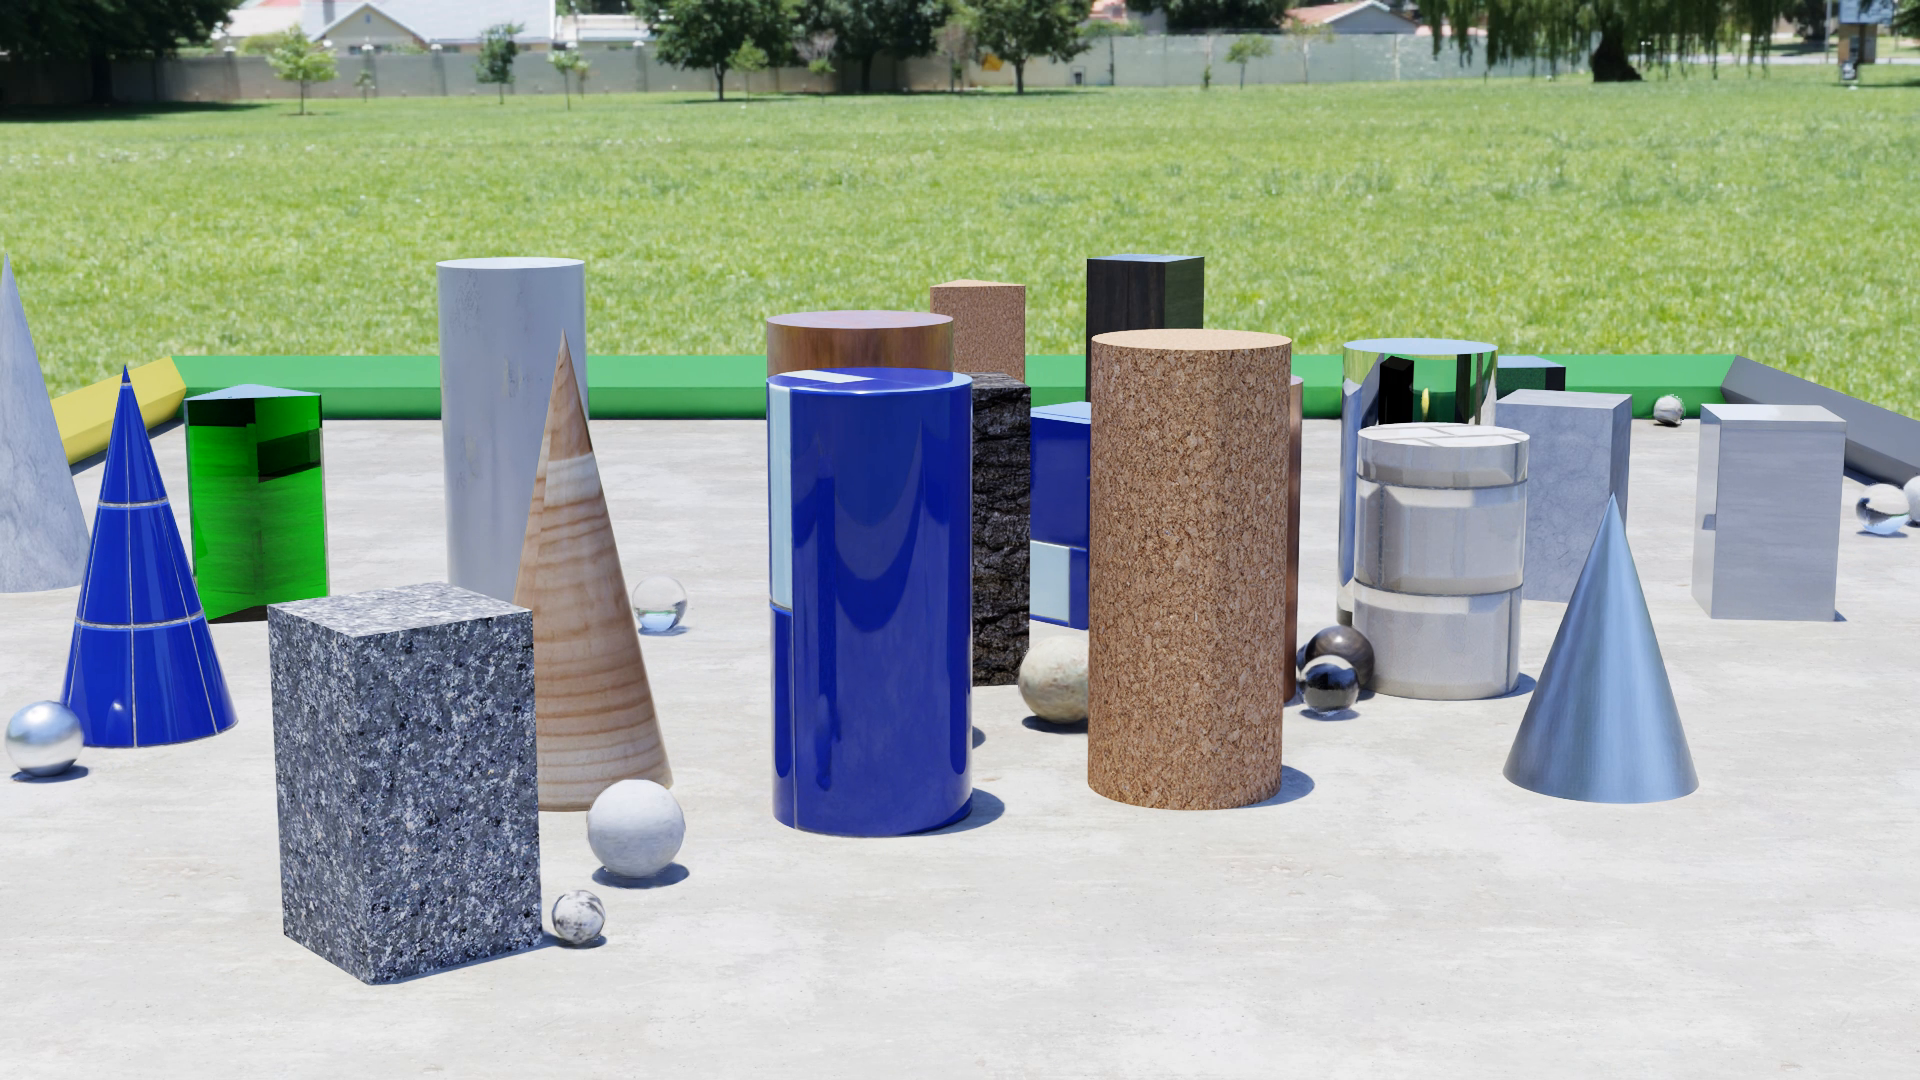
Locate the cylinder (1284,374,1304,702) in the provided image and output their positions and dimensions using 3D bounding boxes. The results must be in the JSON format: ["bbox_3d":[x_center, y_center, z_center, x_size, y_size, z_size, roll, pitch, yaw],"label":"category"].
[{"bbox_3d":[0.297,-0.004,2.995,0.199,0.370,0.199,0,10,0],"label":"cylinder"}]

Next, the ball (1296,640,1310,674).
[{"bbox_3d":[0.427,0.144,3.068,0.051,0.051,0.051,0,10,0],"label":"ball"}]

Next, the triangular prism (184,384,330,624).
[{"bbox_3d":[-0.949,-0.053,3.456,0.172,0.298,0.149,-3,11,-18],"label":"triangular prism"}]

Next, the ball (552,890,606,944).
[{"bbox_3d":[-0.321,0.316,2.156,0.045,0.045,0.045,0,10,0],"label":"ball"}]

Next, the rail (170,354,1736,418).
[{"bbox_3d":[-0.011,-0.318,5.347,3.276,0.129,0.045,0,10,0],"label":"rail"}]

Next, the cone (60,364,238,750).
[{"bbox_3d":[-0.909,0.008,2.828,0.199,0.407,0.199,0,10,0],"label":"cone"}]

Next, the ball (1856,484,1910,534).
[{"bbox_3d":[1.450,-0.048,4.031,0.079,0.079,0.079,0,10,0],"label":"ball"}]

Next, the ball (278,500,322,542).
[{"bbox_3d":[-1.019,-0.029,3.965,0.066,0.066,0.066,0,10,0],"label":"ball"}]

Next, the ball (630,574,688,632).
[{"bbox_3d":[-0.392,0.082,3.343,0.074,0.074,0.074,0,10,0],"label":"ball"}]

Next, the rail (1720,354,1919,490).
[{"bbox_3d":[1.614,0.032,3.458,0.045,0.129,3.908,0,10,0],"label":"rail"}]

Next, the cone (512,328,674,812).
[{"bbox_3d":[-0.394,0.019,2.590,0.199,0.471,0.199,0,10,0],"label":"cone"}]

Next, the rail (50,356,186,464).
[{"bbox_3d":[-1.614,0.035,3.440,0.045,0.129,3.908,0,10,0],"label":"rail"}]

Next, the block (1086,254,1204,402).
[{"bbox_3d":[0.338,-0.326,4.699,0.159,0.382,0.159,6,12,31],"label":"block"}]

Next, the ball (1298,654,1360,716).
[{"bbox_3d":[0.419,0.164,2.912,0.068,0.068,0.068,0,10,0],"label":"ball"}]

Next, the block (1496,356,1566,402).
[{"bbox_3d":[0.870,-0.160,4.143,0.159,0.258,0.159,-1,11,-6],"label":"block"}]

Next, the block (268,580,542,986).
[{"bbox_3d":[-0.462,0.196,2.141,0.159,0.286,0.159,-8,13,-38],"label":"block"}]

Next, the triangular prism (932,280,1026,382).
[{"bbox_3d":[0.019,-0.303,4.703,0.172,0.337,0.149,-2,11,-10],"label":"triangular prism"}]

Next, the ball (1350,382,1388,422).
[{"bbox_3d":[0.845,-0.284,5.300,0.081,0.081,0.081,0,10,0],"label":"ball"}]

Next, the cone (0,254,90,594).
[{"bbox_3d":[-1.338,-0.175,3.640,0.199,0.472,0.199,0,10,0],"label":"cone"}]

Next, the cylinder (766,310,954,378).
[{"bbox_3d":[-0.106,-0.009,2.770,0.199,0.460,0.199,0,10,0],"label":"cylinder"}]

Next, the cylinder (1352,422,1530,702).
[{"bbox_3d":[0.569,0.022,3.047,0.199,0.298,0.199,0,10,0],"label":"cylinder"}]

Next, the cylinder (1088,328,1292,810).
[{"bbox_3d":[0.230,0.025,2.596,0.199,0.458,0.199,0,10,0],"label":"cylinder"}]

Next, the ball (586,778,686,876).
[{"bbox_3d":[-0.295,0.261,2.331,0.089,0.089,0.089,0,10,0],"label":"ball"}]

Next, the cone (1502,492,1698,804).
[{"bbox_3d":[0.664,0.098,2.634,0.199,0.300,0.199,0,10,0],"label":"cone"}]

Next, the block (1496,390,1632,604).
[{"bbox_3d":[0.837,-0.062,3.577,0.159,0.272,0.159,5,11,23],"label":"block"}]

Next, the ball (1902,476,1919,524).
[{"bbox_3d":[1.551,-0.065,4.112,0.083,0.083,0.083,0,10,0],"label":"ball"}]

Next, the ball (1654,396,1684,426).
[{"bbox_3d":[1.452,-0.265,5.259,0.059,0.059,0.059,0,10,0],"label":"ball"}]

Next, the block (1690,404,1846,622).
[{"bbox_3d":[1.088,-0.039,3.463,0.159,0.268,0.159,1,11,6],"label":"block"}]

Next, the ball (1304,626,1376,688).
[{"bbox_3d":[0.444,0.141,3.003,0.082,0.082,0.082,0,10,0],"label":"ball"}]

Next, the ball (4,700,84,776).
[{"bbox_3d":[-0.950,0.206,2.663,0.078,0.078,0.078,0,10,0],"label":"ball"}]

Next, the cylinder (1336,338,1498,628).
[{"bbox_3d":[0.598,-0.072,3.368,0.199,0.367,0.199,0,10,0],"label":"cylinder"}]

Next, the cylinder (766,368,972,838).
[{"bbox_3d":[-0.087,0.056,2.506,0.199,0.429,0.199,0,10,0],"label":"cylinder"}]

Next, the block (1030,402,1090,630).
[{"bbox_3d":[0.164,-0.036,3.432,0.159,0.273,0.159,10,15,44],"label":"block"}]

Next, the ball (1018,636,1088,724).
[{"bbox_3d":[0.115,0.156,2.870,0.099,0.099,0.099,0,10,0],"label":"ball"}]

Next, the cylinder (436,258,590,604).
[{"bbox_3d":[-0.606,-0.146,3.502,0.199,0.464,0.199,0,10,0],"label":"cylinder"}]

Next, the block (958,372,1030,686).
[{"bbox_3d":[-0.011,-0.014,3.088,0.159,0.356,0.159,-2,11,-11],"label":"block"}]
